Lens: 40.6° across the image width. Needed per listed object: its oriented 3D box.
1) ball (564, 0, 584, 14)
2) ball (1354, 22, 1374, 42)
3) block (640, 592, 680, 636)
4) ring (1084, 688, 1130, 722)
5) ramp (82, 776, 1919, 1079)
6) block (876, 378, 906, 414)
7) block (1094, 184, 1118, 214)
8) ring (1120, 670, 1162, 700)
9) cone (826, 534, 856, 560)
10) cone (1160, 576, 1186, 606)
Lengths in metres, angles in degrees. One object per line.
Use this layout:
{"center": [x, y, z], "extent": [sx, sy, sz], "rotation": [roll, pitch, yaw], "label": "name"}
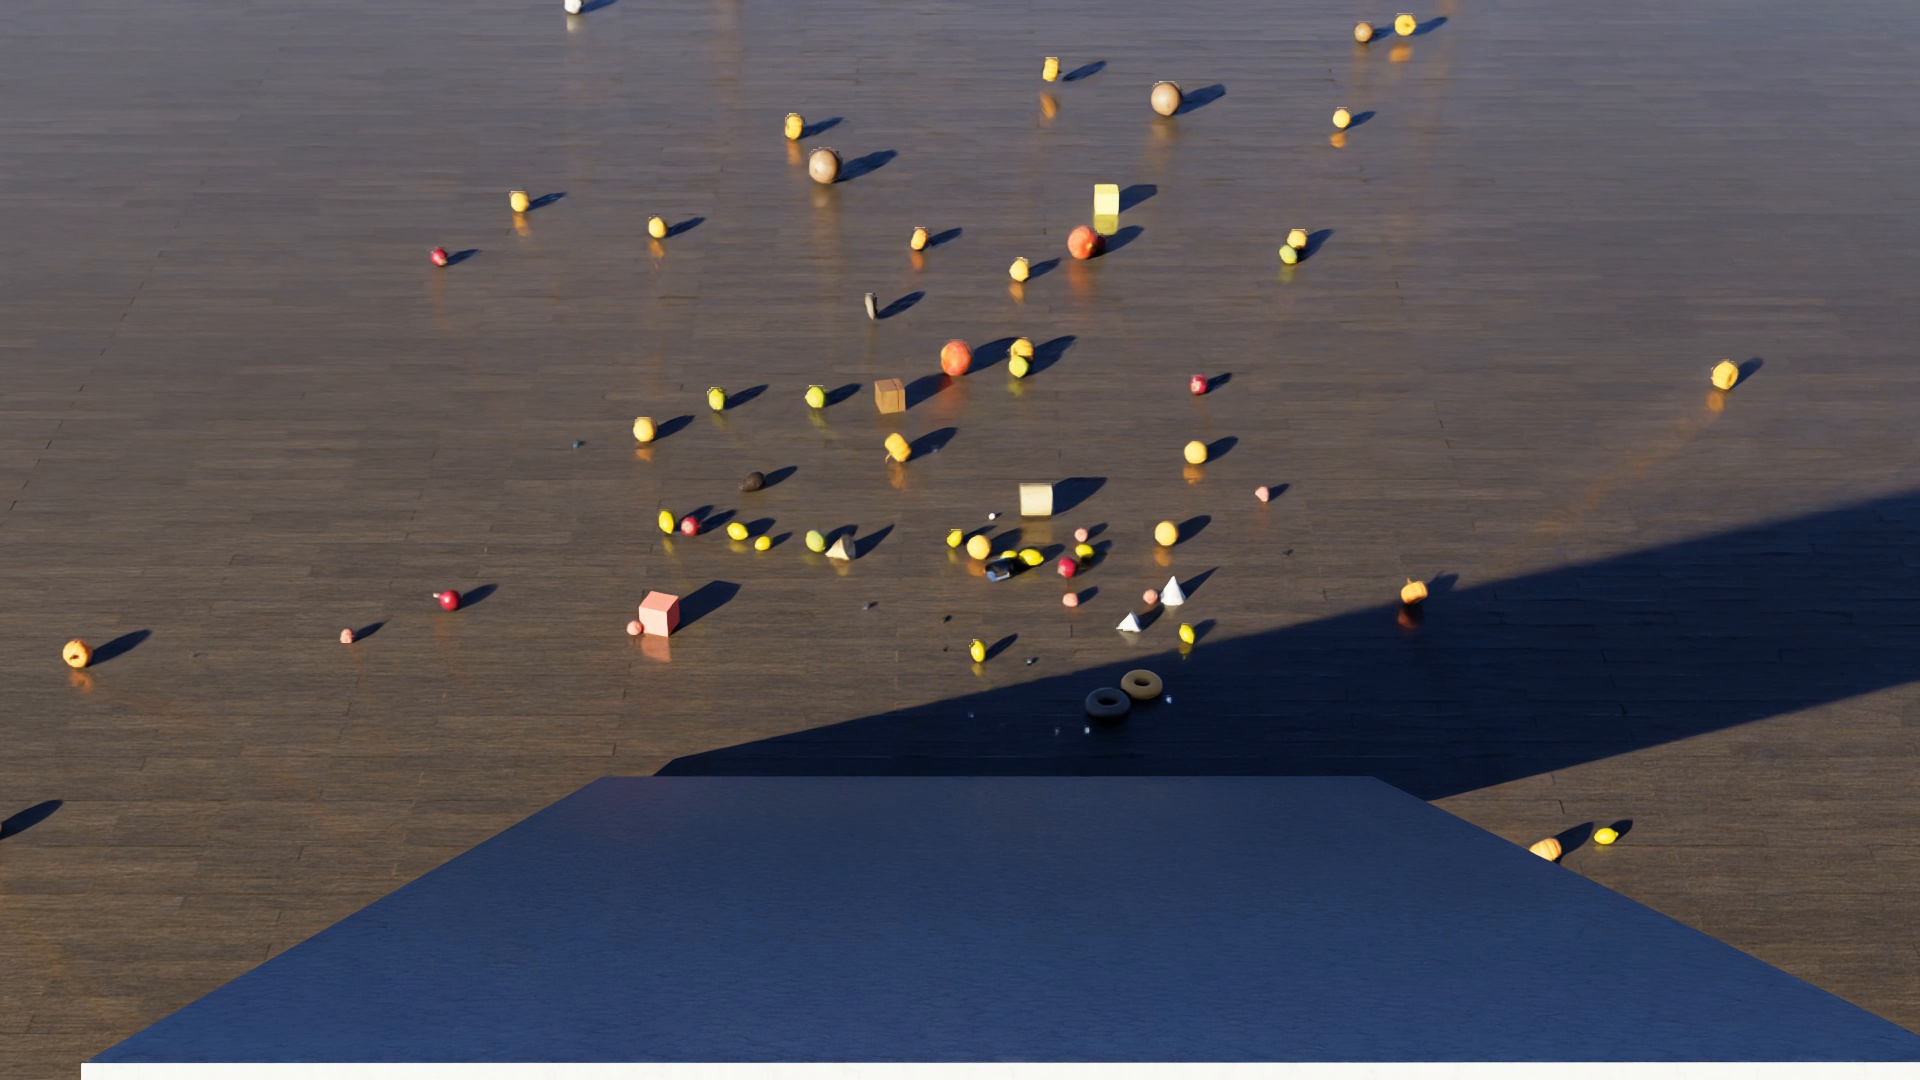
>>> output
{"center": [-1.714, -2.387, 11.525], "extent": [0.088, 0.088, 0.088], "rotation": [0, 32, 0], "label": "ball"}
{"center": [1.751, -2.199, 11.232], "extent": [0.086, 0.086, 0.086], "rotation": [0, 32, 0], "label": "ball"}
{"center": [-0.862, 0.212, 7.444], "extent": [0.085, 0.085, 0.085], "rotation": [10, 34, 16], "label": "block"}
{"center": [0.404, 0.452, 7.107], "extent": [0.129, 0.043, 0.129], "rotation": [-1, 32, 1], "label": "ring"}
{"center": [0.072, 0.633, 4.735], "extent": [2.000, 0.100, 4.000], "rotation": [0, -1, 0], "label": "ramp"}
{"center": [-0.230, -0.474, 8.526], "extent": [0.080, 0.080, 0.080], "rotation": [-9, 34, -13], "label": "block"}
{"center": [0.554, -1.287, 9.801], "extent": [0.083, 0.083, 0.083], "rotation": [-1, 32, -2], "label": "block"}
{"center": [0.504, 0.402, 7.189], "extent": [0.117, 0.039, 0.117], "rotation": [1, 33, -1], "label": "ring"}
{"center": [-0.369, 0.032, 7.771], "extent": [0.085, 0.085, 0.085], "rotation": [-17, 26, 24], "label": "cone"}
{"center": [0.622, 0.136, 7.569], "extent": [0.078, 0.078, 0.078], "rotation": [0, 32, 0], "label": "cone"}
